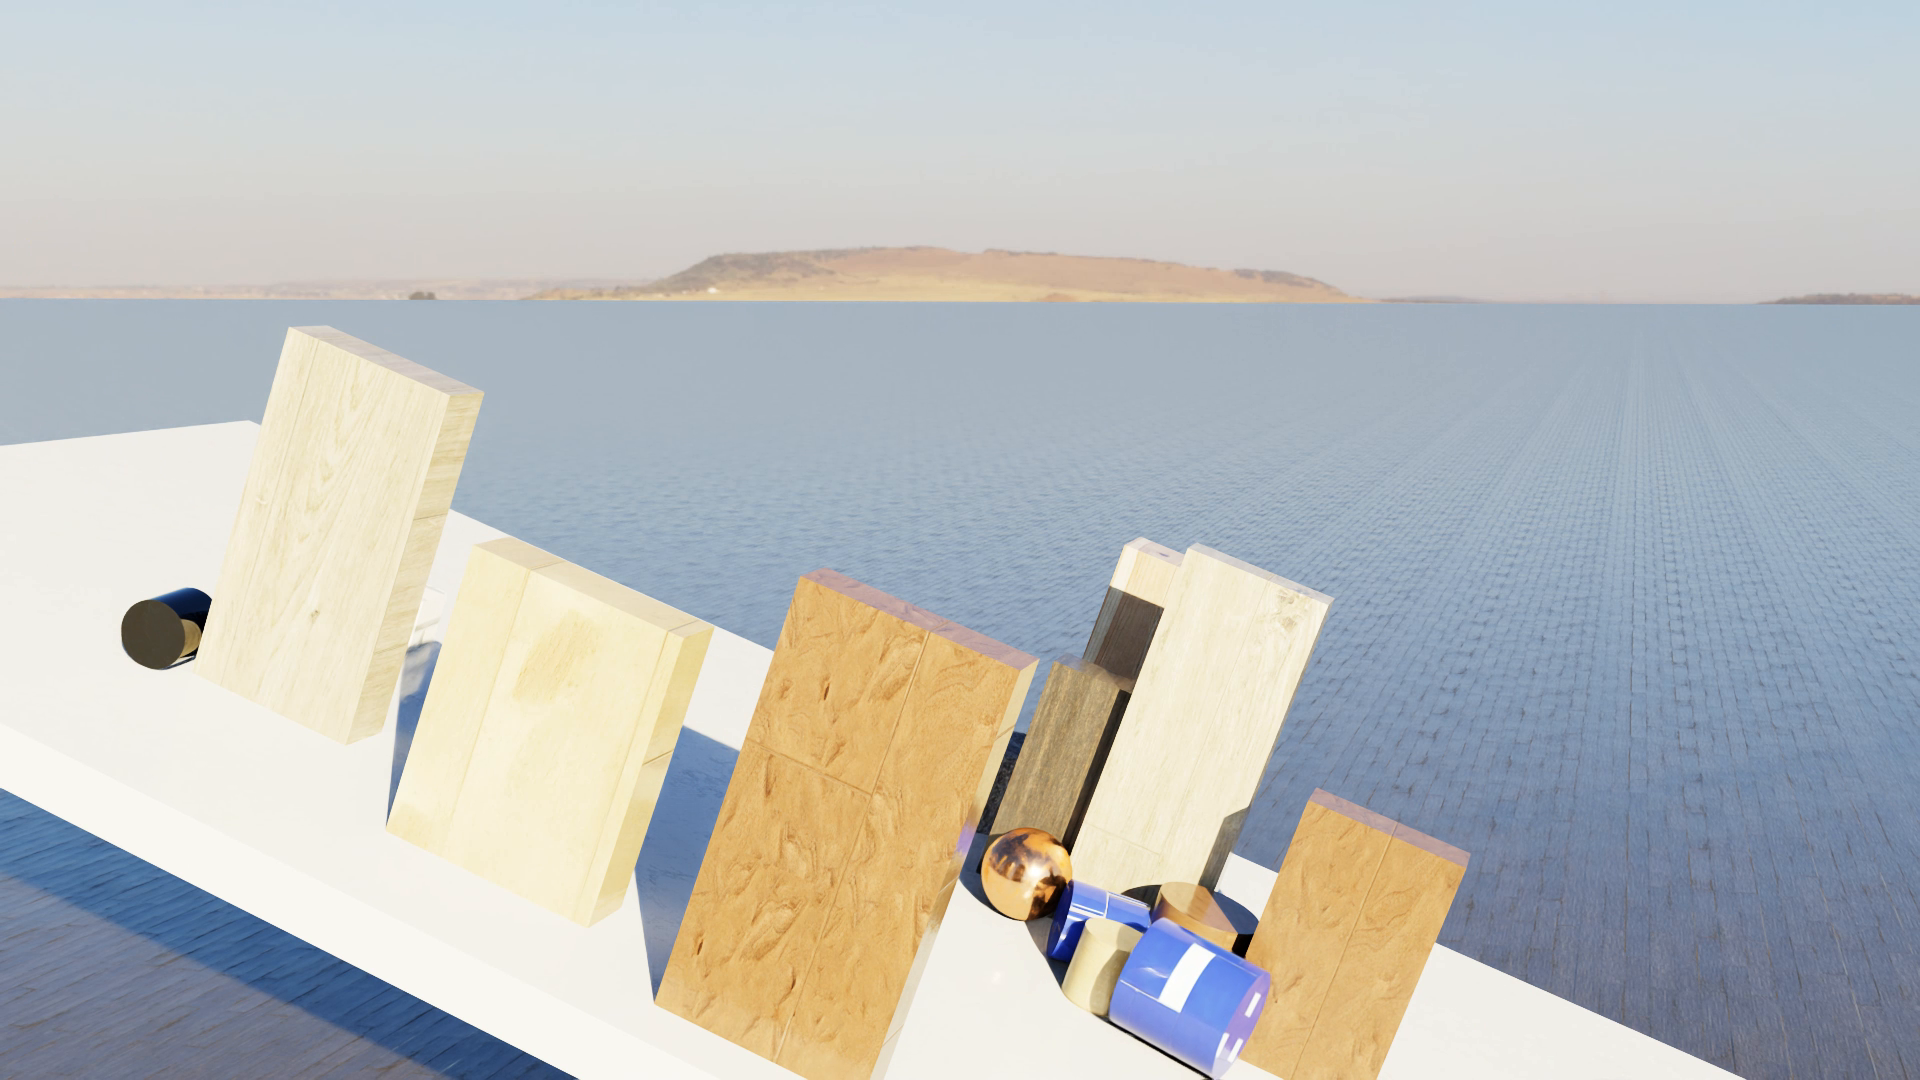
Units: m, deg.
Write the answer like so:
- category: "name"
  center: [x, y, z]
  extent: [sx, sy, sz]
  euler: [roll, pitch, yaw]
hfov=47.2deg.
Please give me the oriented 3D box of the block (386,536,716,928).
- category: "block"
  center: [-0.665, 0.306, 3.550]
  extent: [0.385, 0.508, 0.122]
  euler: [23, 13, 13]

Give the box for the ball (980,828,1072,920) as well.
- category: "ball"
  center: [0.126, 0.631, 4.156]
  extent: [0.174, 0.174, 0.174]
  euler: [0, 7, 0]

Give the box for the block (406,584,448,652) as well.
- category: "block"
  center: [-1.128, 0.146, 4.462]
  extent: [0.110, 0.110, 0.110]
  euler: [22, 12, 9]

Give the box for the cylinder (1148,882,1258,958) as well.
- category: "cylinder"
  center: [0.424, 0.758, 4.019]
  extent: [0.195, 0.195, 0.195]
  euler: [19, 12, -4]

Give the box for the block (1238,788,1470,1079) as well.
- category: "block"
  center: [0.666, 0.721, 3.867]
  extent: [0.287, 0.486, 0.101]
  euler: [23, 13, 13]

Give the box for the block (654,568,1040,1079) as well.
- category: "block"
  center: [-0.174, 0.438, 3.267]
  extent: [0.353, 0.708, 0.103]
  euler: [23, 13, 13]

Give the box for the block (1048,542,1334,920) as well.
- category: "block"
  center: [0.431, 0.416, 4.153]
  extent: [0.277, 0.771, 0.090]
  euler: [23, 13, 13]

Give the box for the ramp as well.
- category: "ramp"
  center: [-0.331, 0.604, 4.209]
  extent: [4.000, 0.100, 2.000]
  euler: [23, 13, 13]

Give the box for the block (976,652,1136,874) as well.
- category: "block"
  center: [0.309, 0.516, 4.272]
  extent: [0.421, 0.457, 0.101]
  euler: [23, 13, 13]

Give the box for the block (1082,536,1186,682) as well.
- category: "block"
  center: [0.441, 0.380, 4.603]
  extent: [0.419, 0.652, 0.149]
  euler: [23, 13, 13]

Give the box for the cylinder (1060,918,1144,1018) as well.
- category: "cylinder"
  center: [0.262, 0.761, 3.909]
  extent: [0.129, 0.129, 0.129]
  euler: [19, 12, -4]

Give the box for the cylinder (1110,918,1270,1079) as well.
- category: "cylinder"
  center: [0.398, 0.792, 3.806]
  extent: [0.204, 0.204, 0.204]
  euler: [25, 17, 24]

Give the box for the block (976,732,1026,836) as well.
- category: "block"
  center: [0.069, 0.505, 4.613]
  extent: [0.174, 0.174, 0.174]
  euler: [14, 13, -24]

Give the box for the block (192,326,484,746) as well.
- category: "block"
  center: [-1.103, -0.010, 3.888]
  extent: [0.330, 0.659, 0.117]
  euler: [23, 13, 13]
